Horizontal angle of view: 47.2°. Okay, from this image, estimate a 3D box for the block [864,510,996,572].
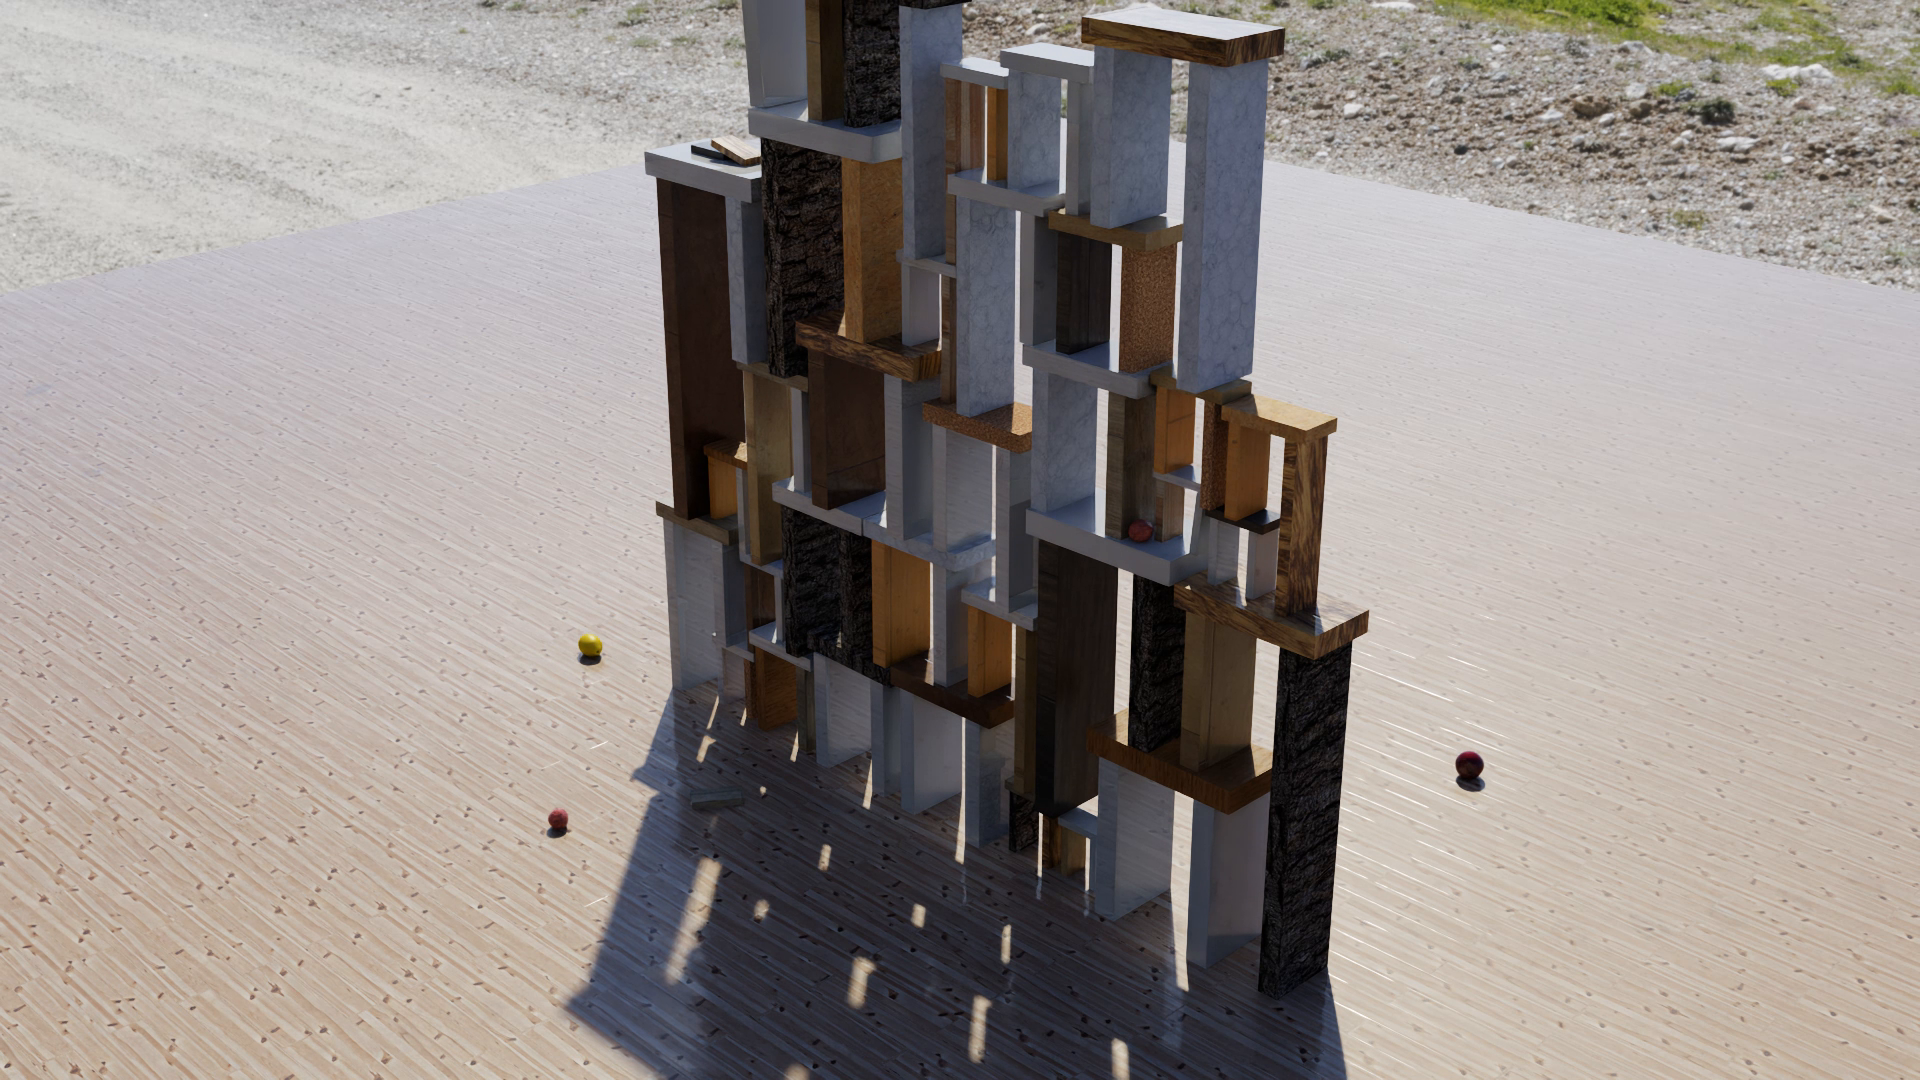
[{"bbox_3d":[-0.055,-0.008,4.283,0.253,0.036,0.126,21,31,40],"label":"block"}]

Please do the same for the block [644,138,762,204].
[{"bbox_3d":[-0.462,-0.743,4.411,0.168,0.048,0.336,-21,31,-40],"label":"block"}]

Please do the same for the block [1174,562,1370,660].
[{"bbox_3d":[0.523,0.114,3.712,0.297,0.042,0.148,21,31,41],"label":"block"}]

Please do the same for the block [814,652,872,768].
[{"bbox_3d":[-0.244,0.339,4.630,0.130,0.259,0.037,-21,31,-40],"label":"block"}]

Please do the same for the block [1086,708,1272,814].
[{"bbox_3d":[0.405,0.385,3.948,0.330,0.047,0.165,21,31,41],"label":"block"}]

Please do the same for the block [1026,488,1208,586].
[{"bbox_3d":[0.296,-0.011,3.904,0.335,0.047,0.167,21,31,40],"label":"block"}]

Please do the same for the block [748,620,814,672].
[{"bbox_3d":[-0.348,0.222,4.694,0.099,0.028,0.198,-21,31,-41],"label":"block"}]

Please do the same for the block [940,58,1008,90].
[{"bbox_3d":[0.049,-0.814,3.833,0.081,0.023,0.162,-19,30,-38],"label":"block"}]

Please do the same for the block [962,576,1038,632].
[{"bbox_3d":[0.102,0.118,4.161,0.094,0.027,0.189,-21,31,-40],"label":"block"}]

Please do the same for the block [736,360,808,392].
[{"bbox_3d":[-0.339,-0.350,4.444,0.219,0.031,0.109,21,31,41],"label":"block"}]

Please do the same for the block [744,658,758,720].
[{"bbox_3d":[-0.438,0.316,4.832,0.020,0.144,0.072,21,31,41],"label":"block"}]

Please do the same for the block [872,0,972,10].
[{"bbox_3d":[-0.104,-0.982,3.915,0.234,0.033,0.117,21,31,40],"label":"block"}]

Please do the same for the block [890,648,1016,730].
[{"bbox_3d":[0.007,0.287,4.331,0.137,0.039,0.275,-21,31,-41],"label":"block"}]

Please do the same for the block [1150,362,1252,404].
[{"bbox_3d":[0.402,-0.263,3.676,0.077,0.022,0.155,-21,31,-41],"label":"block"}]

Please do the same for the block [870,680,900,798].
[{"bbox_3d":[-0.122,0.387,4.517,0.037,0.259,0.130,21,31,41],"label":"block"}]

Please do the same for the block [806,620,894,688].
[{"bbox_3d":[-0.182,0.226,4.518,0.130,0.037,0.259,-20,30,-39],"label":"block"}]

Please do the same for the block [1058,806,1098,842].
[{"bbox_3d":[0.245,0.543,4.185,0.108,0.015,0.054,21,31,41],"label":"block"}]

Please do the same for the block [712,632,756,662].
[{"bbox_3d":[-0.472,0.227,4.832,0.144,0.020,0.072,21,31,41],"label":"block"}]

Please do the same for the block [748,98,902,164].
[{"bbox_3d":[-0.219,-0.773,4.129,0.174,0.049,0.347,-21,31,-40],"label":"block"}]

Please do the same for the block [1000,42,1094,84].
[{"bbox_3d":[0.175,-0.802,3.695,0.203,0.029,0.101,21,31,40],"label":"block"}]

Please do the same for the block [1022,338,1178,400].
[{"bbox_3d":[0.250,-0.308,3.818,0.265,0.037,0.132,21,31,40],"label":"block"}]

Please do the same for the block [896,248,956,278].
[{"bbox_3d":[-0.036,-0.515,4.046,0.156,0.022,0.078,21,31,40],"label":"block"}]

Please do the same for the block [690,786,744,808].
[{"bbox_3d":[-0.497,0.526,4.502,0.106,0.015,0.053,-4,23,-10],"label":"block"}]

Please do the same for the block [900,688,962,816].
[{"bbox_3d":[-0.057,0.406,4.452,0.039,0.274,0.137,21,31,41],"label":"block"}]

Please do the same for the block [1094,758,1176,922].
[{"bbox_3d":[0.327,0.528,4.093,0.047,0.330,0.165,21,31,41],"label":"block"}]

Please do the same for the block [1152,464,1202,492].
[{"bbox_3d":[0.391,-0.108,3.757,0.115,0.016,0.058,21,31,40],"label":"block"}]

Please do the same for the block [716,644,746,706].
[{"bbox_3d":[-0.506,0.289,4.895,0.020,0.144,0.072,21,31,41],"label":"block"}]

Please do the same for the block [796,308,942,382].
[{"bbox_3d":[-0.145,-0.380,4.215,0.328,0.047,0.164,21,31,41],"label":"block"}]

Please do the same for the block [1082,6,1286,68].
[{"bbox_3d":[0.352,-0.803,3.497,0.295,0.042,0.148,21,31,40],"label":"block"}]

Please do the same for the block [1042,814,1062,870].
[{"bbox_3d":[0.189,0.566,4.258,0.019,0.132,0.066,21,31,41],"label":"block"}]

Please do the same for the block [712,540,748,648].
[{"bbox_3d":[-0.477,0.099,4.788,0.035,0.248,0.124,21,31,41],"label":"block"}]

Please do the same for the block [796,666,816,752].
[{"bbox_3d":[-0.302,0.345,4.695,0.099,0.198,0.028,-21,31,-41],"label":"block"}]

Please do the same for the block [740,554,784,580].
[{"bbox_3d":[-0.393,0.044,4.673,0.074,0.021,0.148,-21,31,-40],"label":"block"}]

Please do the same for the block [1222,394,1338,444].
[{"bbox_3d":[0.518,-0.197,3.574,0.169,0.024,0.085,21,31,40],"label":"block"}]

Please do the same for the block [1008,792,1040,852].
[{"bbox_3d":[0.126,0.541,4.316,0.019,0.132,0.066,21,31,41],"label":"block"}]

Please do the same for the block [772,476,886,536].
[{"bbox_3d":[-0.242,-0.080,4.457,0.268,0.038,0.134,21,31,41],"label":"block"}]

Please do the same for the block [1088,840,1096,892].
[{"bbox_3d":[0.270,0.610,4.185,0.015,0.108,0.054,21,31,41],"label":"block"}]

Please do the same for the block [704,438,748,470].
[{"bbox_3d":[-0.471,-0.182,4.657,0.141,0.020,0.071,21,31,40],"label":"block"}]

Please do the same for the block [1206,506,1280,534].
[{"bbox_3d":[0.478,-0.041,3.691,0.061,0.017,0.121,-21,31,-40],"label":"block"}]

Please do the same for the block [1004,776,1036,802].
[{"bbox_3d":[0.157,0.484,4.257,0.132,0.019,0.066,21,31,41],"label":"block"}]

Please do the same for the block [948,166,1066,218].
[{"bbox_3d":[0.102,-0.612,3.845,0.117,0.033,0.234,-21,31,-40],"label":"block"}]

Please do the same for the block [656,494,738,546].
[{"bbox_3d":[-0.535,-0.054,4.786,0.248,0.035,0.124,21,31,40],"label":"block"}]

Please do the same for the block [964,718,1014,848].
[{"bbox_3d":[0.072,0.457,4.333,0.039,0.274,0.137,21,31,41],"label":"block"}]

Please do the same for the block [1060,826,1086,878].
[{"bbox_3d":[0.219,0.590,4.232,0.015,0.108,0.054,21,31,41],"label":"block"}]

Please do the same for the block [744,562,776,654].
[{"bbox_3d":[-0.427,0.137,4.750,0.074,0.209,0.021,-21,31,-41],"label":"block"}]

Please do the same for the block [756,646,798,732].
[{"bbox_3d":[-0.395,0.308,4.781,0.099,0.198,0.028,-21,31,-41],"label":"block"}]

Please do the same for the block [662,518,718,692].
[{"bbox_3d":[-0.595,0.129,4.928,0.035,0.413,0.124,21,31,41],"label":"block"}]

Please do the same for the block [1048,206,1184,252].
[{"bbox_3d":[0.265,-0.531,3.704,0.215,0.030,0.108,21,31,40],"label":"block"}]

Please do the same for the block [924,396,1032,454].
[{"bbox_3d":[0.064,-0.222,4.057,0.125,0.035,0.250,-21,31,-40],"label":"block"}]

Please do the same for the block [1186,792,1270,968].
[{"bbox_3d":[0.483,0.589,3.950,0.047,0.330,0.165,21,31,41],"label":"block"}]
